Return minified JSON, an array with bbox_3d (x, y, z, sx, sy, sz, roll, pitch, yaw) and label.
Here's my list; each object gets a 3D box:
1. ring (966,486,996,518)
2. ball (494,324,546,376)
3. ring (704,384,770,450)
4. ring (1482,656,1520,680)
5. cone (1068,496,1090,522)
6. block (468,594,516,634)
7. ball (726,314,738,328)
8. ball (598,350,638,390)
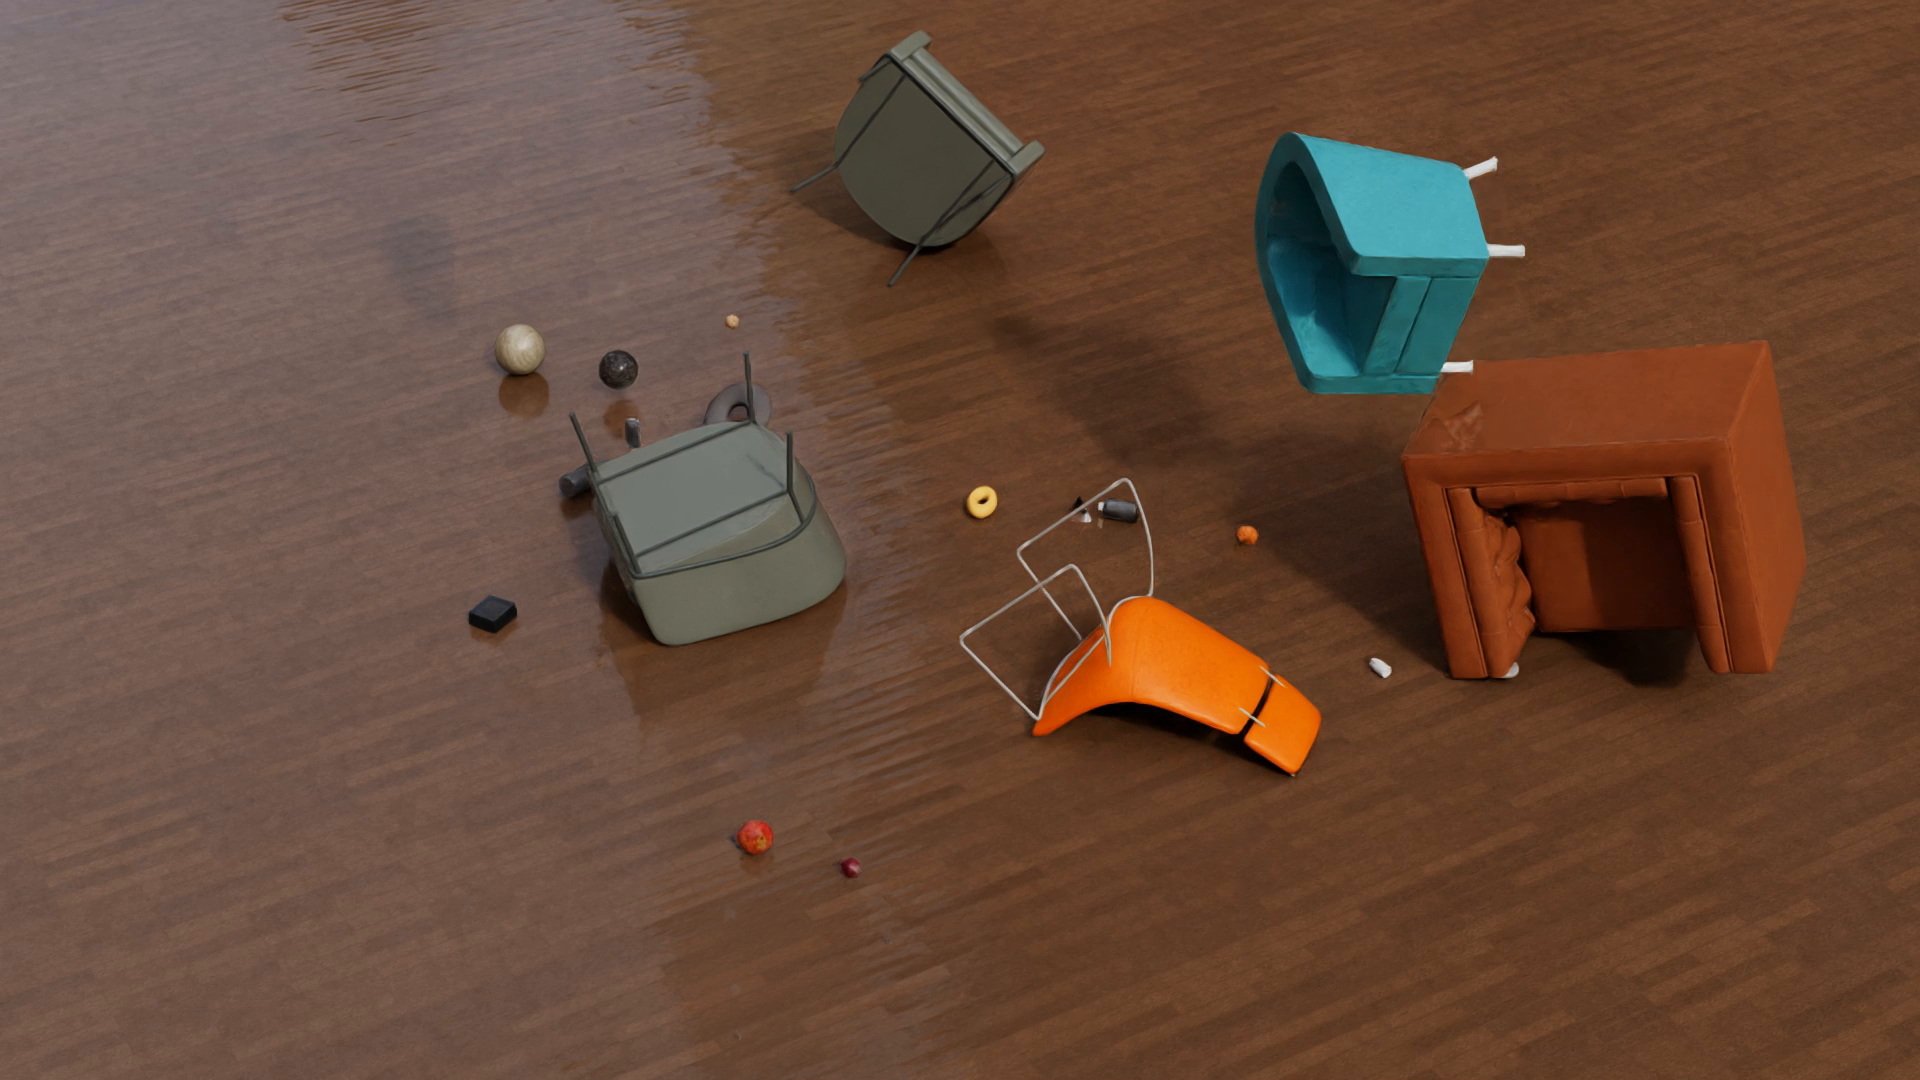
[{"bbox_3d":[0.082,-0.144,11.118,0.112,0.049,0.196,6,33,7],"label":"ring"},{"bbox_3d":[-1.790,-0.776,11.932,0.209,0.209,0.209,0,33,0],"label":"ball"},{"bbox_3d":[-0.872,-0.486,11.500,0.295,0.062,0.275,-22,63,17],"label":"ring"},{"bbox_3d":[1.886,0.443,10.227,0.116,0.036,0.150,-14,27,-20],"label":"ring"},{"bbox_3d":[0.449,-0.125,11.046,0.098,0.098,0.065,17,37,24],"label":"cone"},{"bbox_3d":[-1.672,0.265,10.492,0.112,0.055,0.128,17,37,24],"label":"block"},{"bbox_3d":[-0.921,-0.883,11.853,0.054,0.054,0.054,0,33,0],"label":"ball"},{"bbox_3d":[-1.372,-0.684,11.774,0.160,0.160,0.160,0,33,0],"label":"ball"}]
